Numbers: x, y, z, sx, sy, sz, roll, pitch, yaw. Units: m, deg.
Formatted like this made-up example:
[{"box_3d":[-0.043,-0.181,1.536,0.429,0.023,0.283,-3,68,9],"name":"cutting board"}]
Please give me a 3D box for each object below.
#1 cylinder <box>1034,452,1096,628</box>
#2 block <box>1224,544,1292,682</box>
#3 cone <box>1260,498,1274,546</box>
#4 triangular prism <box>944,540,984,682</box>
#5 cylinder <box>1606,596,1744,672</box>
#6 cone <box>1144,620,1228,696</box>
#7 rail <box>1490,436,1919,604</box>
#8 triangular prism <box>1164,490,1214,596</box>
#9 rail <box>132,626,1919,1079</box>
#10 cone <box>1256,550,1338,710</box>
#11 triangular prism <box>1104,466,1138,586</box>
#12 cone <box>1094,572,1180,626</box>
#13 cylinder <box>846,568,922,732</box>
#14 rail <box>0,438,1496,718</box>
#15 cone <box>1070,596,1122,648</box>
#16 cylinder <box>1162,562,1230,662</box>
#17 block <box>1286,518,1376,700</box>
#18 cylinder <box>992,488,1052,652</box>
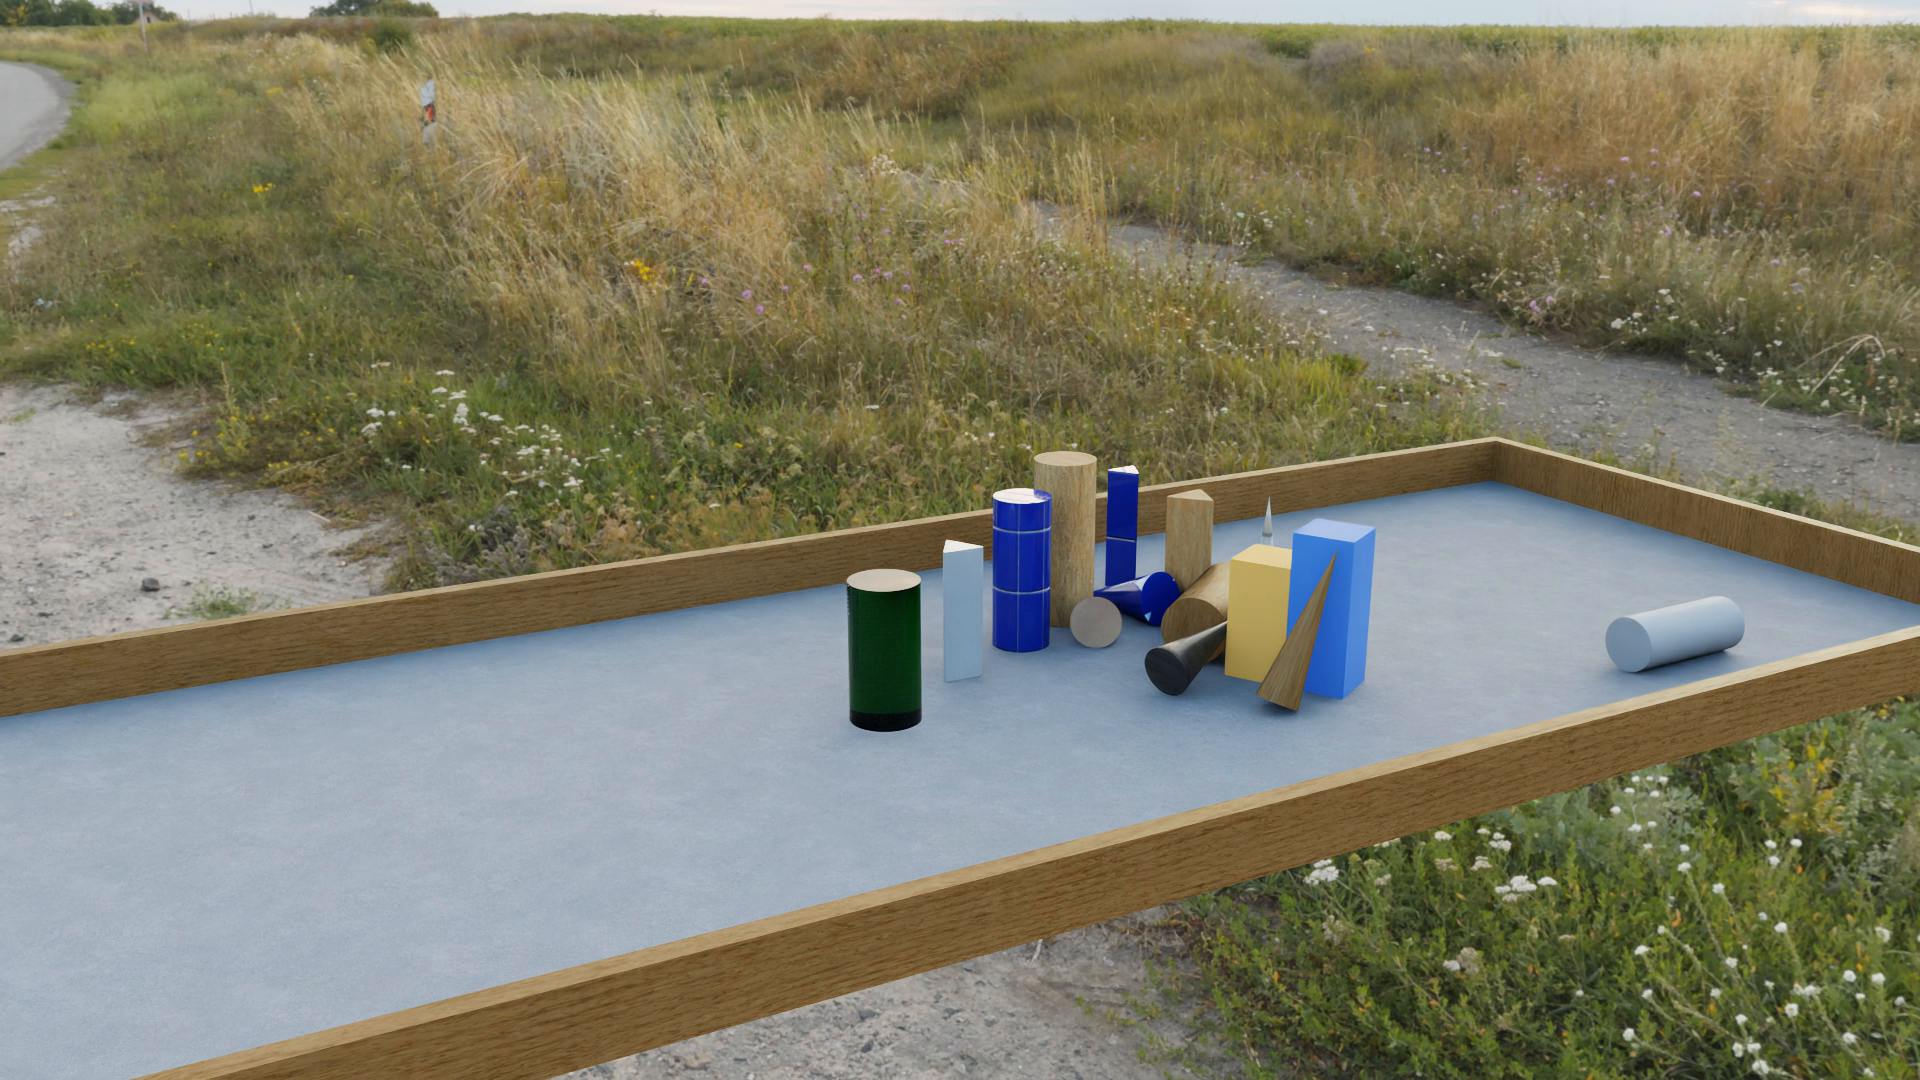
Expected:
[{"box_3d":[0.286,-0.002,4.551,0.171,0.458,0.171,0,16,0],"name":"cylinder"},{"box_3d":[0.781,0.188,4.167,0.158,0.308,0.158,10,19,31],"name":"block"},{"box_3d":[0.795,0.090,4.299,0.109,0.422,0.109,0,16,0],"name":"cone"},{"box_3d":[-0.011,0.175,4.158,0.109,0.340,0.094,-8,18,-26],"name":"triangular prism"},{"box_3d":[1.857,0.242,4.280,0.357,0.142,0.142,-9,19,-28],"name":"cylinder"},{"box_3d":[0.614,0.257,4.131,0.130,0.130,0.326,15,34,42],"name":"cone"},{"box_3d":[2.466,-0.048,5.253,0.050,0.150,2.100,-9,18,-27],"name":"rail"},{"box_3d":[0.654,0.035,4.632,0.129,0.340,0.112,6,17,20],"name":"triangular prism"},{"box_3d":[-2.336,1.006,1.665,12.000,0.150,0.050,-9,18,-27],"name":"rail"},{"box_3d":[0.831,0.203,3.943,0.107,0.397,0.107,21,4,-1],"name":"cone"},{"box_3d":[0.491,-0.039,4.860,0.094,0.353,0.081,8,18,26],"name":"triangular prism"},{"box_3d":[0.452,0.161,4.677,0.150,0.150,0.333,-12,8,-36],"name":"cone"},{"box_3d":[-0.176,0.257,3.869,0.172,0.344,0.172,0,16,0],"name":"cylinder"},{"box_3d":[-3.305,0.497,3.399,12.000,0.150,0.050,-9,18,-27],"name":"rail"},{"box_3d":[0.385,0.206,4.534,0.137,0.137,0.327,3,5,9],"name":"cone"},{"box_3d":[0.673,0.189,4.398,0.177,0.177,0.347,7,18,23],"name":"cylinder"},{"box_3d":[0.913,0.168,4.074,0.154,0.400,0.154,10,19,31],"name":"block"},{"box_3d":[0.163,0.080,4.359,0.154,0.407,0.154,0,16,0],"name":"cylinder"}]
